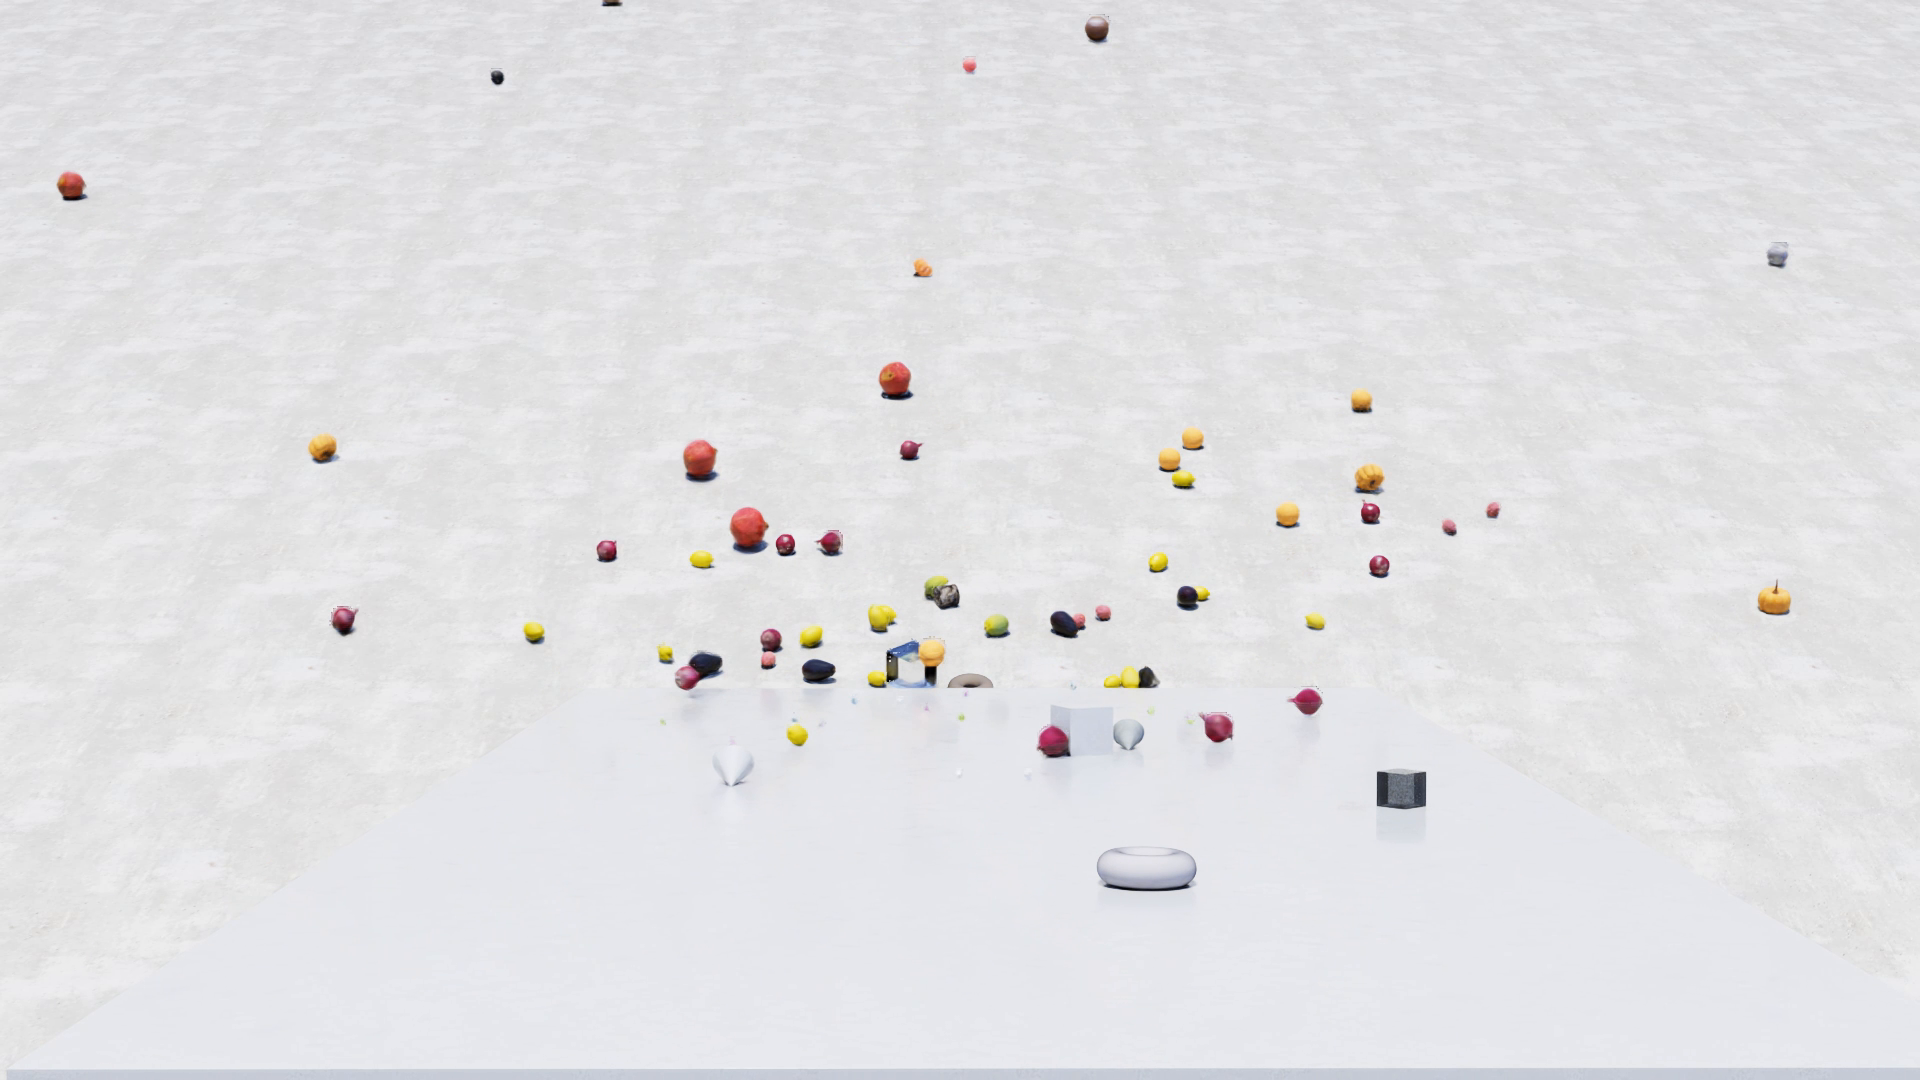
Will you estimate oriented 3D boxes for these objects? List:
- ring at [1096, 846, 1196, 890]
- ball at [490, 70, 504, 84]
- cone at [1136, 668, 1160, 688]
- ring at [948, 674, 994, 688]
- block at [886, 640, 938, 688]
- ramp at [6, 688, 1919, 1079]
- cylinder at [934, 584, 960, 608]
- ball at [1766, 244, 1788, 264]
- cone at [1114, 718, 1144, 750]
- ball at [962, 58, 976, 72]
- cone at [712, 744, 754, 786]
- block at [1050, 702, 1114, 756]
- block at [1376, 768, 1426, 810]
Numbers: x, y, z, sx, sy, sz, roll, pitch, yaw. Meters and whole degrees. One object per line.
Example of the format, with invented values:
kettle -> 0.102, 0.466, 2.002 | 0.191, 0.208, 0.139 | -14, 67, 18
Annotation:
ring -> 0.262, 0.460, 3.613 | 0.141, 0.047, 0.141 | 1, 1, 0
ball -> -2.266, -2.268, 12.619 | 0.068, 0.068, 0.068 | 0, 24, 0
cone -> 0.507, 0.369, 6.752 | 0.062, 0.062, 0.062 | 15, 10, -41
ring -> 0.027, 0.386, 6.701 | 0.121, 0.040, 0.121 | -1, 25, 0
block -> -0.127, 0.335, 6.746 | 0.095, 0.095, 0.095 | -21, 31, -38
ramp -> 0.055, 0.499, 4.546 | 2.000, 0.100, 4.000 | 0, 2, 0
cylinder -> -0.037, 0.155, 7.196 | 0.057, 0.057, 0.057 | -9, 26, -19
ball -> 3.176, -1.109, 10.002 | 0.081, 0.081, 0.081 | 0, 24, 0
cone -> 0.341, 0.409, 5.225 | 0.067, 0.067, 0.067 | 1, 30, 1
ball -> 0.048, -2.366, 12.834 | 0.070, 0.070, 0.070 | 0, 24, 0
cone -> -0.414, 0.427, 4.685 | 0.078, 0.078, 0.078 | -1, 29, -1
block -> 0.244, 0.379, 5.166 | 0.095, 0.095, 0.095 | -1, 2, -23
block -> 0.752, 0.424, 4.391 | 0.060, 0.060, 0.060 | -2, 3, -43
